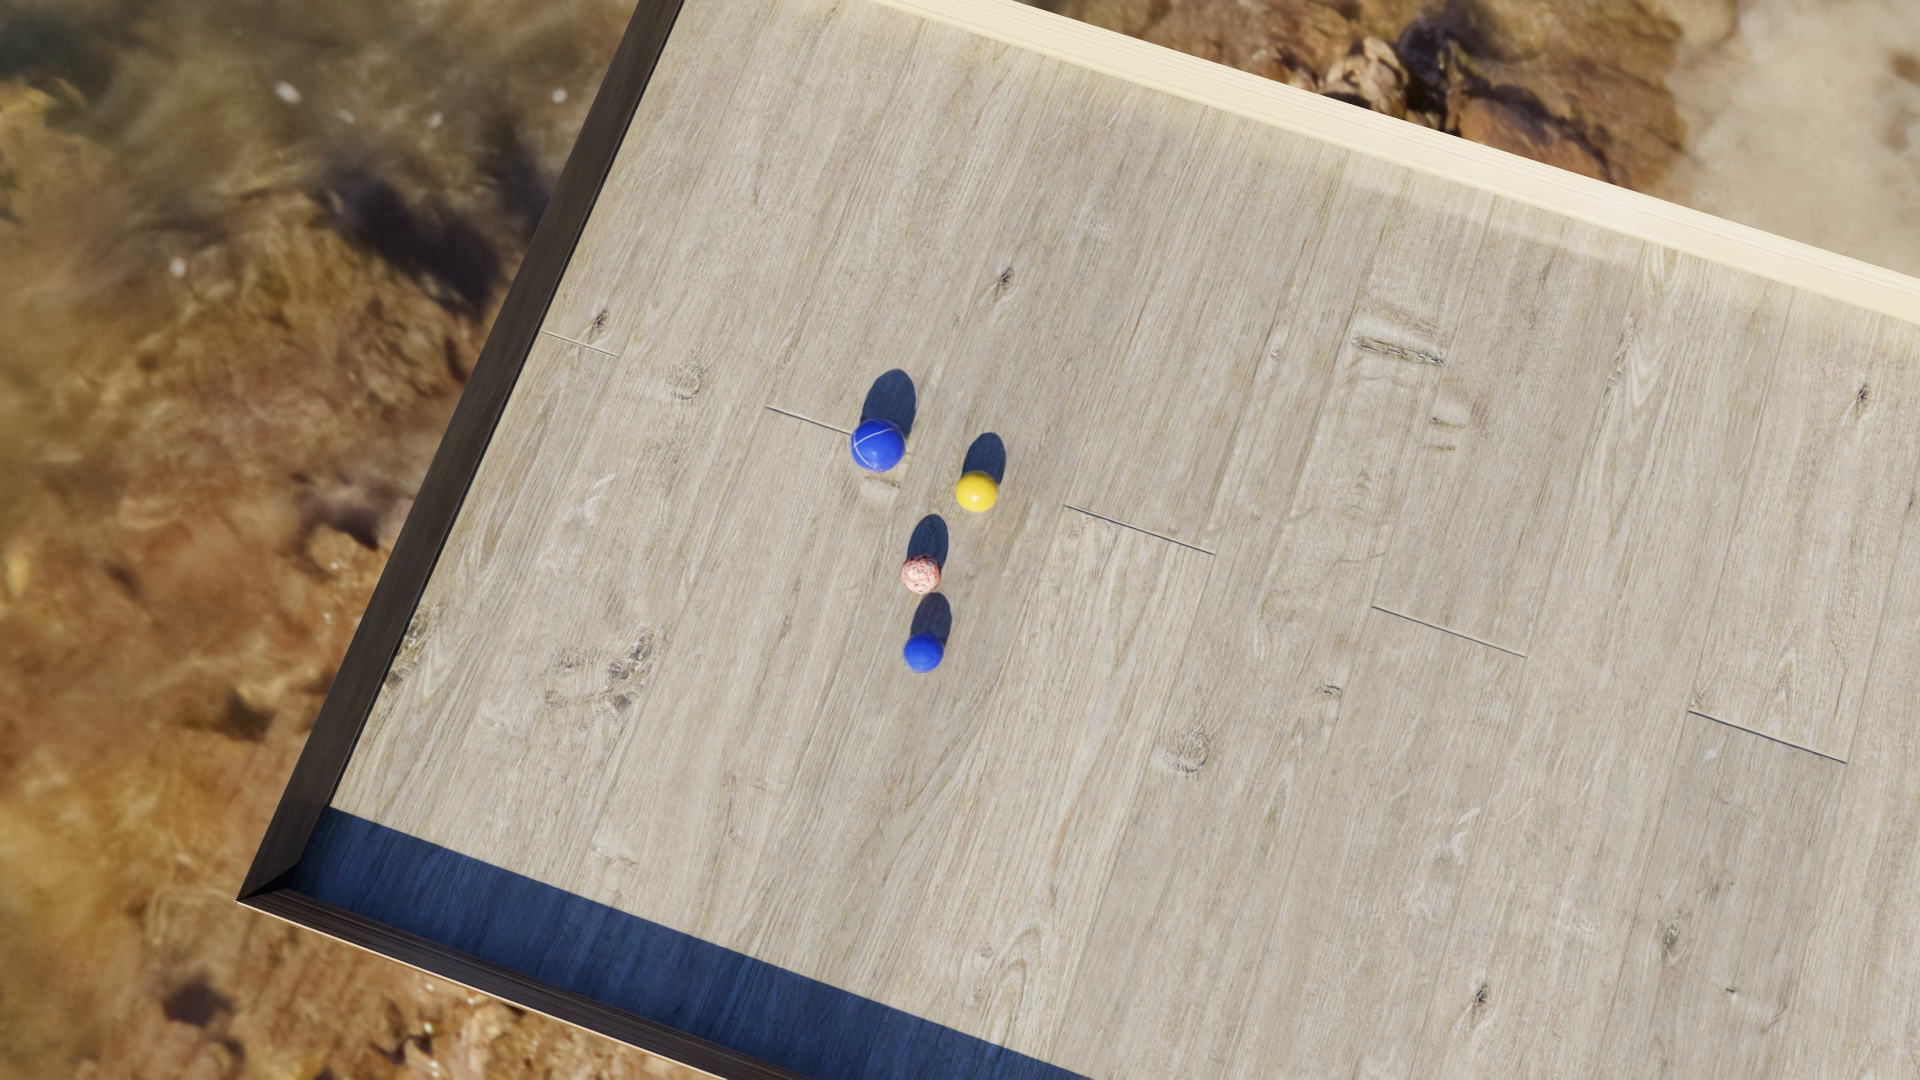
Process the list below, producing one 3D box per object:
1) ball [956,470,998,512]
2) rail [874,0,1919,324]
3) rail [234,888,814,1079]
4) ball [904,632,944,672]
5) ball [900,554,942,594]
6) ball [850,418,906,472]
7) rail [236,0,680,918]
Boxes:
[{"bbox_3d":[0.027,-0.075,3.419,0.066,0.066,0.066,0,72,0],"label":"ball"},{"bbox_3d":[1.032,-0.527,3.538,3.173,0.111,0.045,18,73,6],"label":"rail"},{"bbox_3d":[0.466,1.013,3.048,3.173,0.111,0.045,18,73,6],"label":"rail"},{"bbox_3d":[-0.054,0.170,3.344,0.061,0.061,0.061,0,72,0],"label":"ball"},{"bbox_3d":[-0.060,0.052,3.381,0.063,0.063,0.063,0,72,0],"label":"ball"},{"bbox_3d":[-0.128,-0.148,3.432,0.086,0.086,0.086,0,72,0],"label":"ball"},{"bbox_3d":[-0.726,-0.249,3.450,0.045,0.111,1.760,18,73,6],"label":"rail"}]
